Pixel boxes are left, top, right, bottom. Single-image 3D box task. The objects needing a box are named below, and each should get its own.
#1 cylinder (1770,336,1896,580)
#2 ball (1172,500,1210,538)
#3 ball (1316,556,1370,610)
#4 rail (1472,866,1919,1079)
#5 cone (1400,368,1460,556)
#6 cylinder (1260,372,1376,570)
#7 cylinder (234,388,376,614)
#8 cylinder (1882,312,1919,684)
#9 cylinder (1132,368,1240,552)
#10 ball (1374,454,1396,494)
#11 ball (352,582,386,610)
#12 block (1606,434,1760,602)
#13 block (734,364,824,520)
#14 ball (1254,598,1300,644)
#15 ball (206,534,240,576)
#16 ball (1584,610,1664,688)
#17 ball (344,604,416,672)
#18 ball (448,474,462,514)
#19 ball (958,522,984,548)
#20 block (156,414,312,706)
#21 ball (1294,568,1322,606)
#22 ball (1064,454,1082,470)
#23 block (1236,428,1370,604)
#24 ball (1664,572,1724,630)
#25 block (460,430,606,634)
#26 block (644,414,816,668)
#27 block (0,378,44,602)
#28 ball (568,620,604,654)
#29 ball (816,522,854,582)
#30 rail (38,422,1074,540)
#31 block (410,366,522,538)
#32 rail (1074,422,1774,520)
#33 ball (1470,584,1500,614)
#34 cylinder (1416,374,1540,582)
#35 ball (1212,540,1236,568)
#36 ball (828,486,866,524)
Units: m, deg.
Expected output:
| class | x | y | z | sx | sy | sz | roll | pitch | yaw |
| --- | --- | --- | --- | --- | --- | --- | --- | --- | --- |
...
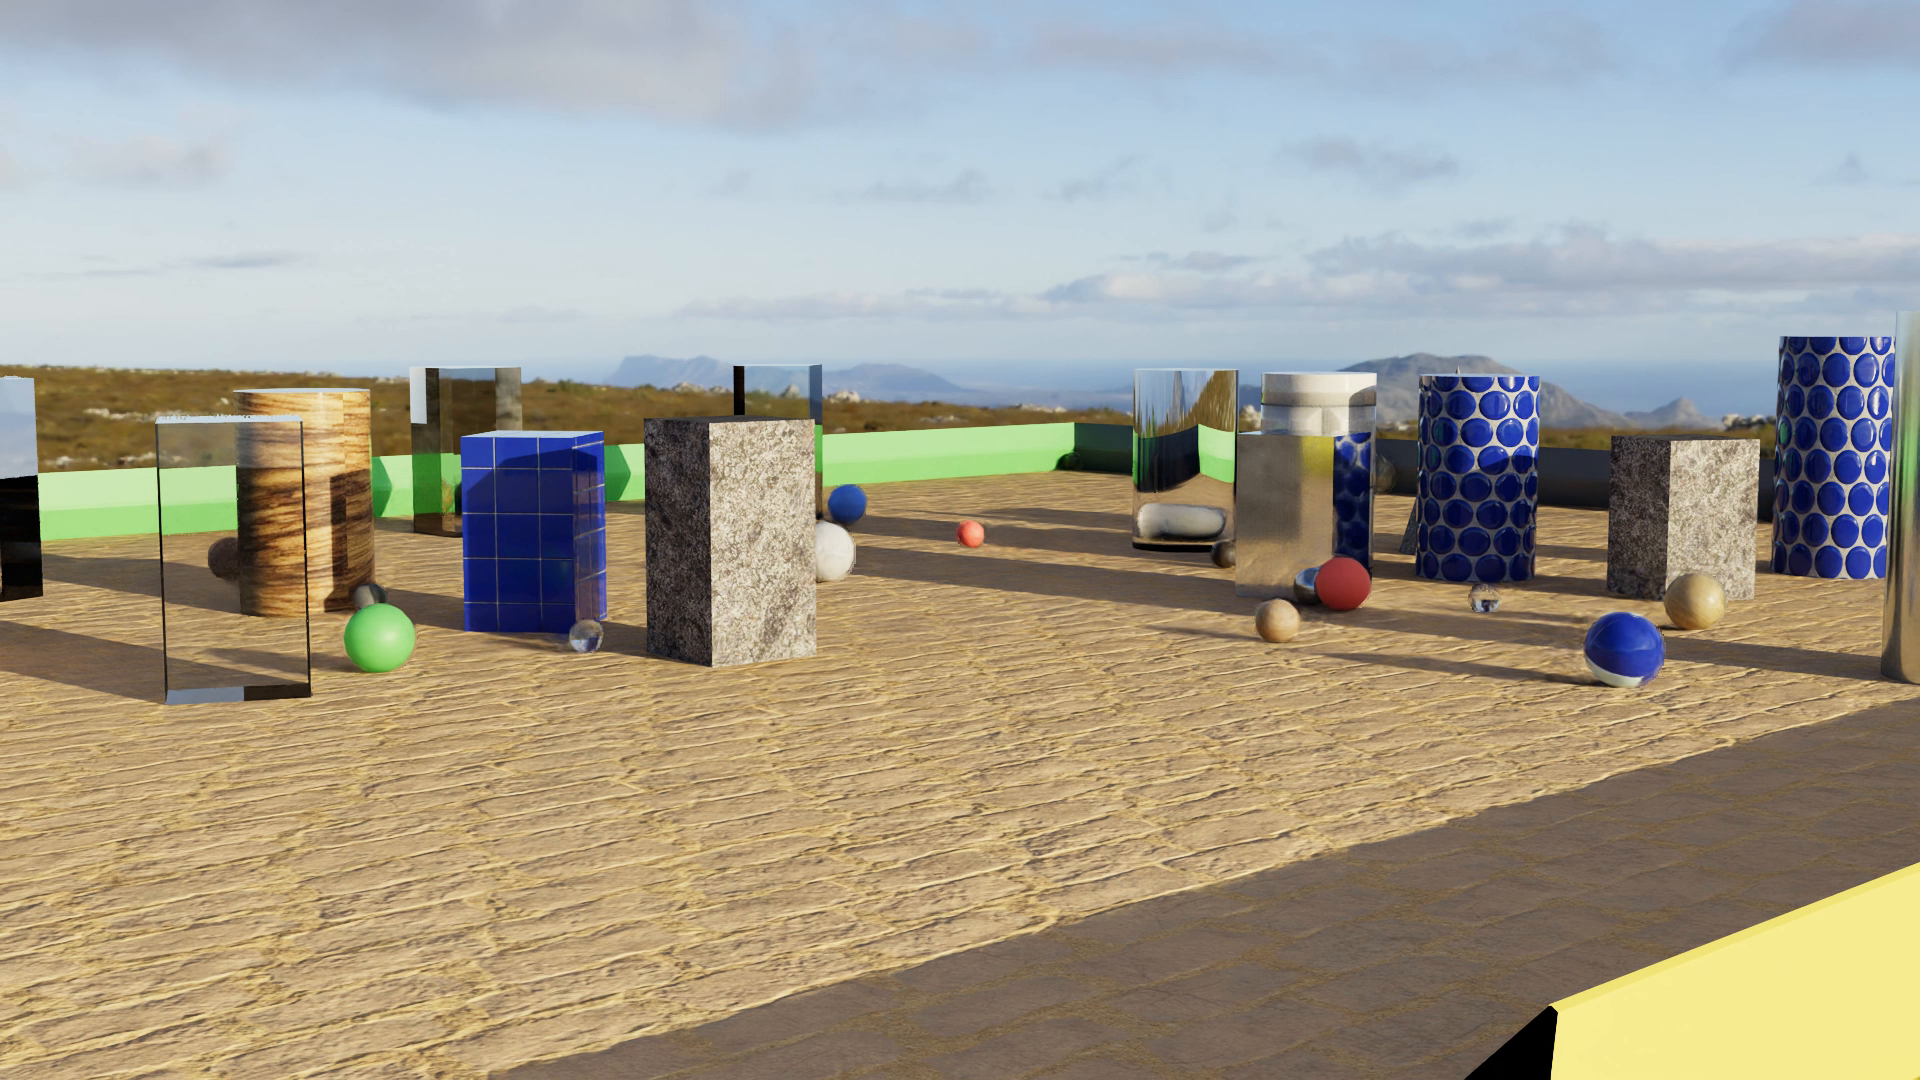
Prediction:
| class | x | y | z | sx | sy | sz | roll | pitch | yaw |
| --- | --- | --- | --- | --- | --- | --- | --- | --- | --- |
| cylinder | 1.489 | -0.145 | 3.736 | 0.198 | 0.401 | 0.198 | 0 | 6 | 0 |
| ball | 0.453 | -0.041 | 4.314 | 0.074 | 0.074 | 0.074 | 0 | 6 | 0 |
| ball | 0.570 | 0.065 | 3.272 | 0.081 | 0.081 | 0.081 | 0 | 6 | 0 |
| rail | 1.274 | 0.177 | 1.958 | 4.385 | 0.129 | 0.045 | -5 | 8 | -42 |
| cone | 0.911 | -0.149 | 4.043 | 0.198 | 0.345 | 0.198 | 0 | 6 | 0 |
| cylinder | 0.622 | -0.122 | 3.832 | 0.198 | 0.337 | 0.198 | 0 | 6 | 0 |
| cylinder | -0.989 | -0.063 | 3.324 | 0.198 | 0.325 | 0.198 | 0 | 6 | 0 |
| cylinder | 1.228 | -0.053 | 2.654 | 0.198 | 0.444 | 0.198 | 0 | 6 | 0 |
| cylinder | 0.424 | -0.153 | 4.139 | 0.198 | 0.335 | 0.198 | 0 | 6 | 0 |
| ball | 1.004 | -0.159 | 5.329 | 0.099 | 0.099 | 0.099 | 0 | 6 | 0 |
| ball | -0.865 | 0.087 | 3.219 | 0.048 | 0.048 | 0.048 | 0 | 6 | 0 |
| block | 1.130 | -0.037 | 3.444 | 0.158 | 0.248 | 0.158 | -2 | 6 | -17 |
| block | -0.384 | -0.206 | 4.667 | 0.158 | 0.330 | 0.158 | 1 | 6 | 7 |
| ball | 0.426 | 0.108 | 2.954 | 0.060 | 0.060 | 0.060 | 0 | 6 | 0 |
| ball | -1.226 | 0.025 | 3.691 | 0.072 | 0.072 | 0.072 | 0 | 6 | 0 |
| ball | 0.785 | 0.129 | 2.604 | 0.091 | 0.091 | 0.091 | 0 | 6 | 0 |
| ball | -0.715 | 0.121 | 2.712 | 0.085 | 0.085 | 0.085 | 0 | 6 | 0 |
| ball | -1.071 | -0.102 | 4.803 | 0.094 | 0.094 | 0.094 | 0 | 6 | 0 |
| ball | 0.021 | -0.011 | 4.146 | 0.050 | 0.050 | 0.050 | 0 | 6 | 0 |
| block | -0.849 | 0.018 | 2.571 | 0.158 | 0.319 | 0.158 | -2 | 6 | -18 |
| ball | 0.534 | 0.070 | 3.331 | 0.057 | 0.057 | 0.057 | 0 | 6 | 0 |
| ball | 0.314 | -0.217 | 6.129 | 0.049 | 0.049 | 0.049 | 0 | 6 | 0 |
| block | 0.538 | -0.041 | 3.444 | 0.158 | 0.255 | 0.158 | 4 | 7 | 31 |
| ball | 1.025 | 0.086 | 3.070 | 0.081 | 0.081 | 0.081 | 0 | 6 | 0 |
| block | -0.602 | -0.015 | 3.118 | 0.158 | 0.271 | 0.158 | 1 | 6 | 7 |
| block | -0.298 | -0.004 | 2.846 | 0.158 | 0.306 | 0.158 | -5 | 8 | -39 |
| block | -1.539 | -0.077 | 3.383 | 0.158 | 0.340 | 0.158 | 3 | 7 | 25 |
| ball | -0.488 | 0.125 | 2.866 | 0.044 | 0.044 | 0.044 | 0 | 6 | 0 |
| ball | -0.223 | 0.020 | 3.615 | 0.099 | 0.099 | 0.099 | 0 | 6 | 0 |
| rail | -1.274 | -0.110 | 4.705 | 4.385 | 0.129 | 0.045 | -5 | 8 | -42 |
| block | -0.988 | -0.180 | 4.410 | 0.158 | 0.332 | 0.158 | -6 | 8 | -44 |
| rail | 1.594 | -0.119 | 4.795 | 0.045 | 0.129 | 3.806 | -5 | 8 | -42 |
| ball | 0.775 | 0.086 | 3.246 | 0.043 | 0.043 | 0.043 | 0 | 6 | 0 |
| cylinder | 0.869 | -0.108 | 3.693 | 0.198 | 0.337 | 0.198 | 0 | 6 | 0 |
| ball | 0.460 | 0.025 | 3.809 | 0.048 | 0.048 | 0.048 | 0 | 6 | 0 |
| ball | -0.236 | -0.074 | 4.601 | 0.080 | 0.080 | 0.080 | 0 | 6 | 0 |
